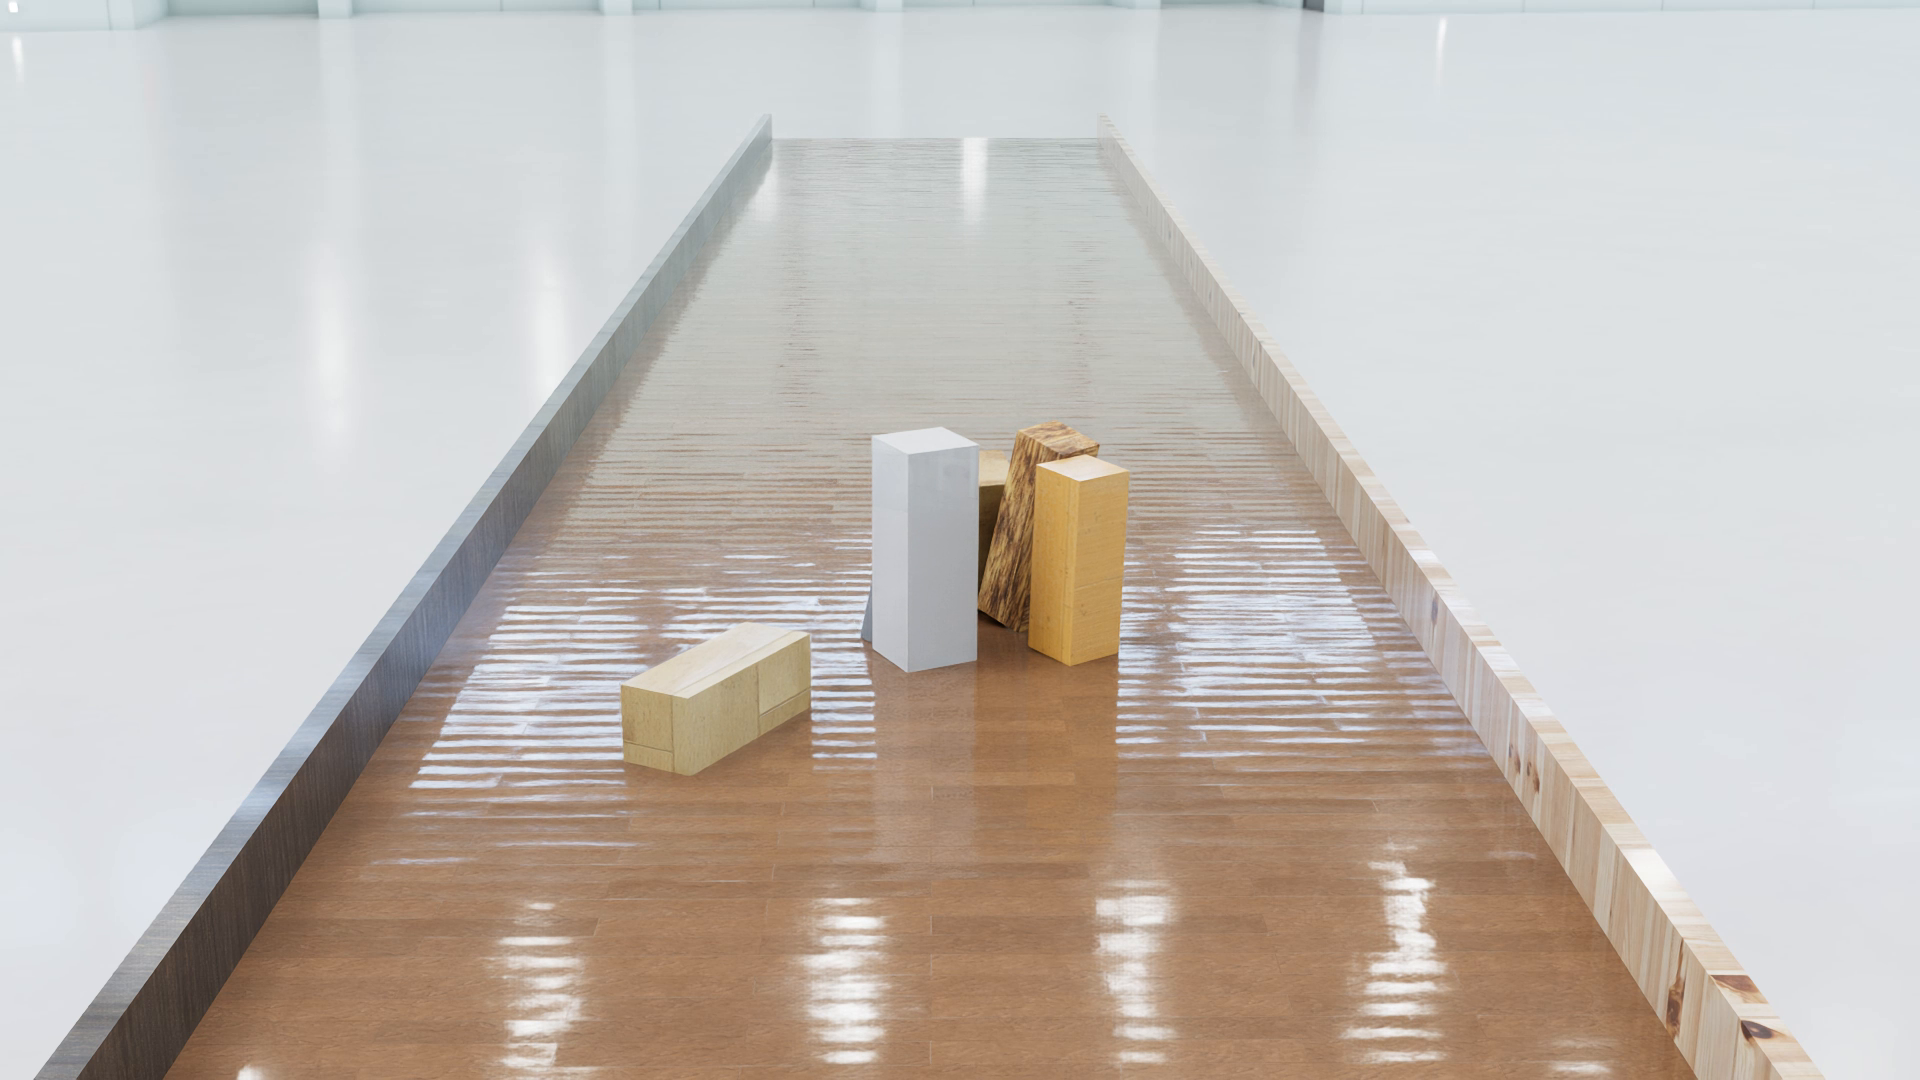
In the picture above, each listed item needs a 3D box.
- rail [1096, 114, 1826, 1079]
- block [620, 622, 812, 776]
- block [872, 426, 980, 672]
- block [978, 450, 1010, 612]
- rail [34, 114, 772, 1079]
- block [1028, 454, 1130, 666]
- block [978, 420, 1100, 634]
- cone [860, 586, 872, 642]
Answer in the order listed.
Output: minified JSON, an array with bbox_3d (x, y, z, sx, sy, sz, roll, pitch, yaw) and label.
[{"bbox_3d":[0.932,-0.844,7.801,0.050,0.150,12.000,0,17,-1],"label":"rail"},{"bbox_3d":[-0.439,0.284,4.016,0.145,0.145,0.392,9,19,27],"label":"block"},{"bbox_3d":[-0.070,0.018,4.377,0.156,0.447,0.156,-9,20,-27],"label":"block"},{"bbox_3d":[0.028,-0.016,4.670,0.130,0.324,0.130,-5,36,-16],"label":"block"},{"bbox_3d":[-1.118,-0.838,7.780,0.050,0.150,12.000,0,17,-1],"label":"rail"},{"bbox_3d":[0.236,0.039,4.405,0.130,0.386,0.130,-13,24,-36],"label":"block"},{"bbox_3d":[0.160,-0.027,4.556,0.121,0.417,0.121,31,32,32],"label":"block"},{"bbox_3d":[-0.139,0.041,4.519,0.130,0.323,0.130,1,16,0],"label":"cone"}]
